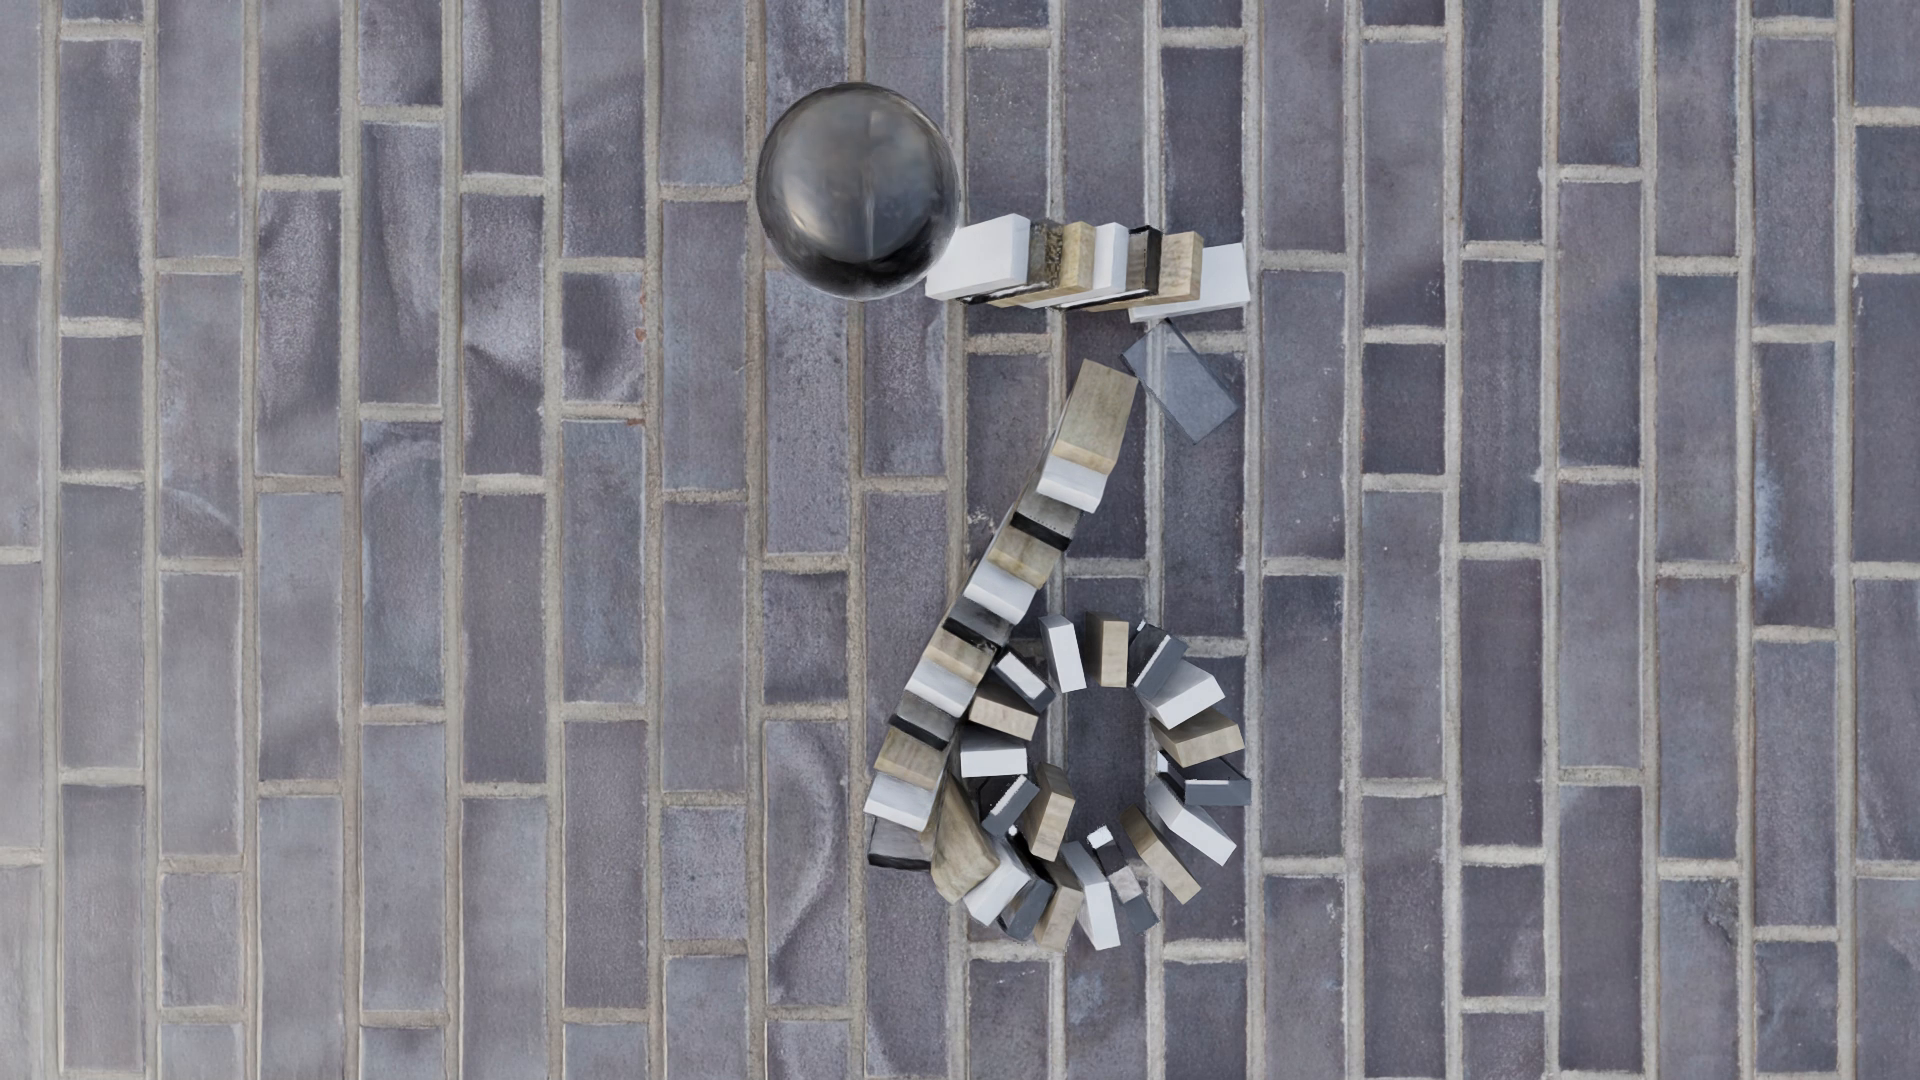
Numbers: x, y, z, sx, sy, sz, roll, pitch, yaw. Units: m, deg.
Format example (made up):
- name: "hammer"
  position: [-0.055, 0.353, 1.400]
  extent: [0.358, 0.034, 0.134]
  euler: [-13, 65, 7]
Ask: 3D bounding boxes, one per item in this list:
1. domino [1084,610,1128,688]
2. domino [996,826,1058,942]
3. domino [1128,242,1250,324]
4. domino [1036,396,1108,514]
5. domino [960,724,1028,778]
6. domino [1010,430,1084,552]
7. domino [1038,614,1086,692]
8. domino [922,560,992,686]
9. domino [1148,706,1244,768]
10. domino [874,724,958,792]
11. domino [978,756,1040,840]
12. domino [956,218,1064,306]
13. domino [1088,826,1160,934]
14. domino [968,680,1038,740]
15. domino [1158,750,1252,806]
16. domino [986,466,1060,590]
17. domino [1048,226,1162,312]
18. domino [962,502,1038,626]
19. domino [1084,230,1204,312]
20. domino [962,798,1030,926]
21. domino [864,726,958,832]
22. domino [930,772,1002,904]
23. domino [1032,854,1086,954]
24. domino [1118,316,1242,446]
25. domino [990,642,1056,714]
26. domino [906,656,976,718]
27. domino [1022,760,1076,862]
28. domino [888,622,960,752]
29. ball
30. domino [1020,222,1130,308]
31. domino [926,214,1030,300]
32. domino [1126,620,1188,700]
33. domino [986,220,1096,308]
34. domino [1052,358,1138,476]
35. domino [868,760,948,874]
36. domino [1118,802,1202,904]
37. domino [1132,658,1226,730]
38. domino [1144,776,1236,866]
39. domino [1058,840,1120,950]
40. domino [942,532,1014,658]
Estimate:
- name: "domino"
  position: [0.059, 0.044, 0.375]
  extent: [0.010, 0.050, 0.025]
  euler: [2, 90, 0]
- name: "domino"
  position: [0.021, 0.138, 0.375]
  extent: [0.009, 0.050, 0.025]
  euler: [32, 90, -17]
- name: "domino"
  position: [0.097, -0.111, 0.395]
  extent: [0.050, 0.010, 0.025]
  euler: [-9, 90, 0]
- name: "domino"
  position: [0.051, -0.037, 0.382]
  extent: [0.025, 0.010, 0.050]
  euler: [21, 55, 0]
- name: "domino"
  position: [0.013, 0.085, 0.375]
  extent: [0.025, 0.050, 0.010]
  euler: [-3, 90, 0]
- name: "domino"
  position: [0.041, -0.021, 0.381]
  extent: [0.025, 0.010, 0.050]
  euler: [27, 54, 0]
- name: "domino"
  position: [0.041, 0.045, 0.375]
  extent: [0.009, 0.050, 0.025]
  euler: [-12, 90, 0]
- name: "domino"
  position: [0.007, 0.033, 0.380]
  extent: [0.025, 0.009, 0.050]
  euler: [30, 50, 0]
- name: "domino"
  position: [0.096, 0.079, 0.375]
  extent: [0.025, 0.050, 0.009]
  euler: [-18, 90, 0]
- name: "domino"
  position: [-0.014, 0.076, 0.380]
  extent: [0.025, 0.010, 0.050]
  euler: [23, 48, 0]
- name: "domino"
  position: [0.019, 0.102, 0.375]
  extent: [0.010, 0.050, 0.025]
  euler: [39, 90, 0]
- name: "domino"
  position: [0.020, -0.114, 0.379]
  extent: [0.010, 0.050, 0.025]
  euler: [4, 90, -44]
- name: "domino"
  position: [0.066, 0.138, 0.375]
  extent: [0.010, 0.050, 0.025]
  euler: [-29, 90, -1]
- name: "domino"
  position: [0.017, 0.068, 0.375]
  extent: [0.025, 0.050, 0.010]
  euler: [19, 90, 0]
- name: "domino"
  position: [0.099, 0.097, 0.375]
  extent: [0.025, 0.050, 0.010]
  euler: [0, 90, 0]
- name: "domino"
  position: [0.032, -0.006, 0.381]
  extent: [0.025, 0.010, 0.050]
  euler: [29, 52, 0]
- name: "domino"
  position: [0.059, -0.111, 0.379]
  extent: [0.010, 0.050, 0.025]
  euler: [4, 90, -44]
- name: "domino"
  position: [0.023, 0.009, 0.380]
  extent: [0.025, 0.009, 0.050]
  euler: [30, 50, 0]
- name: "domino"
  position: [0.075, -0.111, 0.381]
  extent: [0.050, 0.009, 0.025]
  euler: [4, 90, 38]
- name: "domino"
  position: [0.008, 0.130, 0.375]
  extent: [0.009, 0.050, 0.025]
  euler: [41, 90, -24]
- name: "domino"
  position: [-0.019, 0.092, 0.379]
  extent: [0.025, 0.050, 0.009]
  euler: [20, 134, 1]
- name: "domino"
  position: [-0.004, 0.121, 0.376]
  extent: [0.025, 0.050, 0.009]
  euler: [-40, 120, 1]
- name: "domino"
  position: [0.035, 0.144, 0.375]
  extent: [0.010, 0.050, 0.025]
  euler: [21, 90, -10]
- name: "domino"
  position: [0.095, -0.068, 0.395]
  extent: [0.025, 0.010, 0.050]
  euler: [-40, 90, 0]
- name: "domino"
  position: [0.025, 0.055, 0.375]
  extent: [0.025, 0.050, 0.010]
  euler: [43, 90, 0]
- name: "domino"
  position: [0.000, 0.046, 0.380]
  extent: [0.025, 0.010, 0.050]
  euler: [30, 50, 0]
- name: "domino"
  position: [0.036, 0.110, 0.375]
  extent: [0.009, 0.050, 0.025]
  euler: [19, 90, 0]
- name: "domino"
  position: [-0.008, 0.060, 0.380]
  extent: [0.025, 0.010, 0.050]
  euler: [28, 50, 0]
- name: "ball"
  position: [-0.040, -0.135, 0.360]
  extent: [0.080, 0.080, 0.080]
  euler: [0, 90, 0]
- name: "domino"
  position: [0.046, -0.112, 0.379]
  extent: [0.010, 0.050, 0.025]
  euler: [4, 90, -44]
- name: "domino"
  position: [0.006, -0.116, 0.379]
  extent: [0.009, 0.050, 0.025]
  euler: [4, 90, -44]
- name: "domino"
  position: [0.077, 0.048, 0.375]
  extent: [0.010, 0.050, 0.025]
  euler: [34, 90, 0]
- name: "domino"
  position: [0.033, -0.113, 0.379]
  extent: [0.009, 0.050, 0.025]
  euler: [4, 90, -44]
- name: "domino"
  position: [0.057, -0.052, 0.382]
  extent: [0.025, 0.009, 0.050]
  euler: [21, 55, 0]
- name: "domino"
  position: [-0.021, 0.110, 0.378]
  extent: [0.025, 0.050, 0.009]
  euler: [6, 133, 5]
- name: "domino"
  position: [0.081, 0.127, 0.375]
  extent: [0.009, 0.050, 0.025]
  euler: [-41, 90, 0]
- name: "domino"
  position: [0.088, 0.062, 0.375]
  extent: [0.025, 0.050, 0.009]
  euler: [-30, 90, 0]
- name: "domino"
  position: [0.093, 0.114, 0.375]
  extent: [0.025, 0.050, 0.010]
  euler: [35, 90, 0]
- name: "domino"
  position: [0.052, 0.144, 0.375]
  extent: [0.009, 0.050, 0.025]
  euler: [-11, 90, -6]
- name: "domino"
  position: [0.014, 0.022, 0.379]
  extent: [0.025, 0.010, 0.050]
  euler: [30, 50, 0]
